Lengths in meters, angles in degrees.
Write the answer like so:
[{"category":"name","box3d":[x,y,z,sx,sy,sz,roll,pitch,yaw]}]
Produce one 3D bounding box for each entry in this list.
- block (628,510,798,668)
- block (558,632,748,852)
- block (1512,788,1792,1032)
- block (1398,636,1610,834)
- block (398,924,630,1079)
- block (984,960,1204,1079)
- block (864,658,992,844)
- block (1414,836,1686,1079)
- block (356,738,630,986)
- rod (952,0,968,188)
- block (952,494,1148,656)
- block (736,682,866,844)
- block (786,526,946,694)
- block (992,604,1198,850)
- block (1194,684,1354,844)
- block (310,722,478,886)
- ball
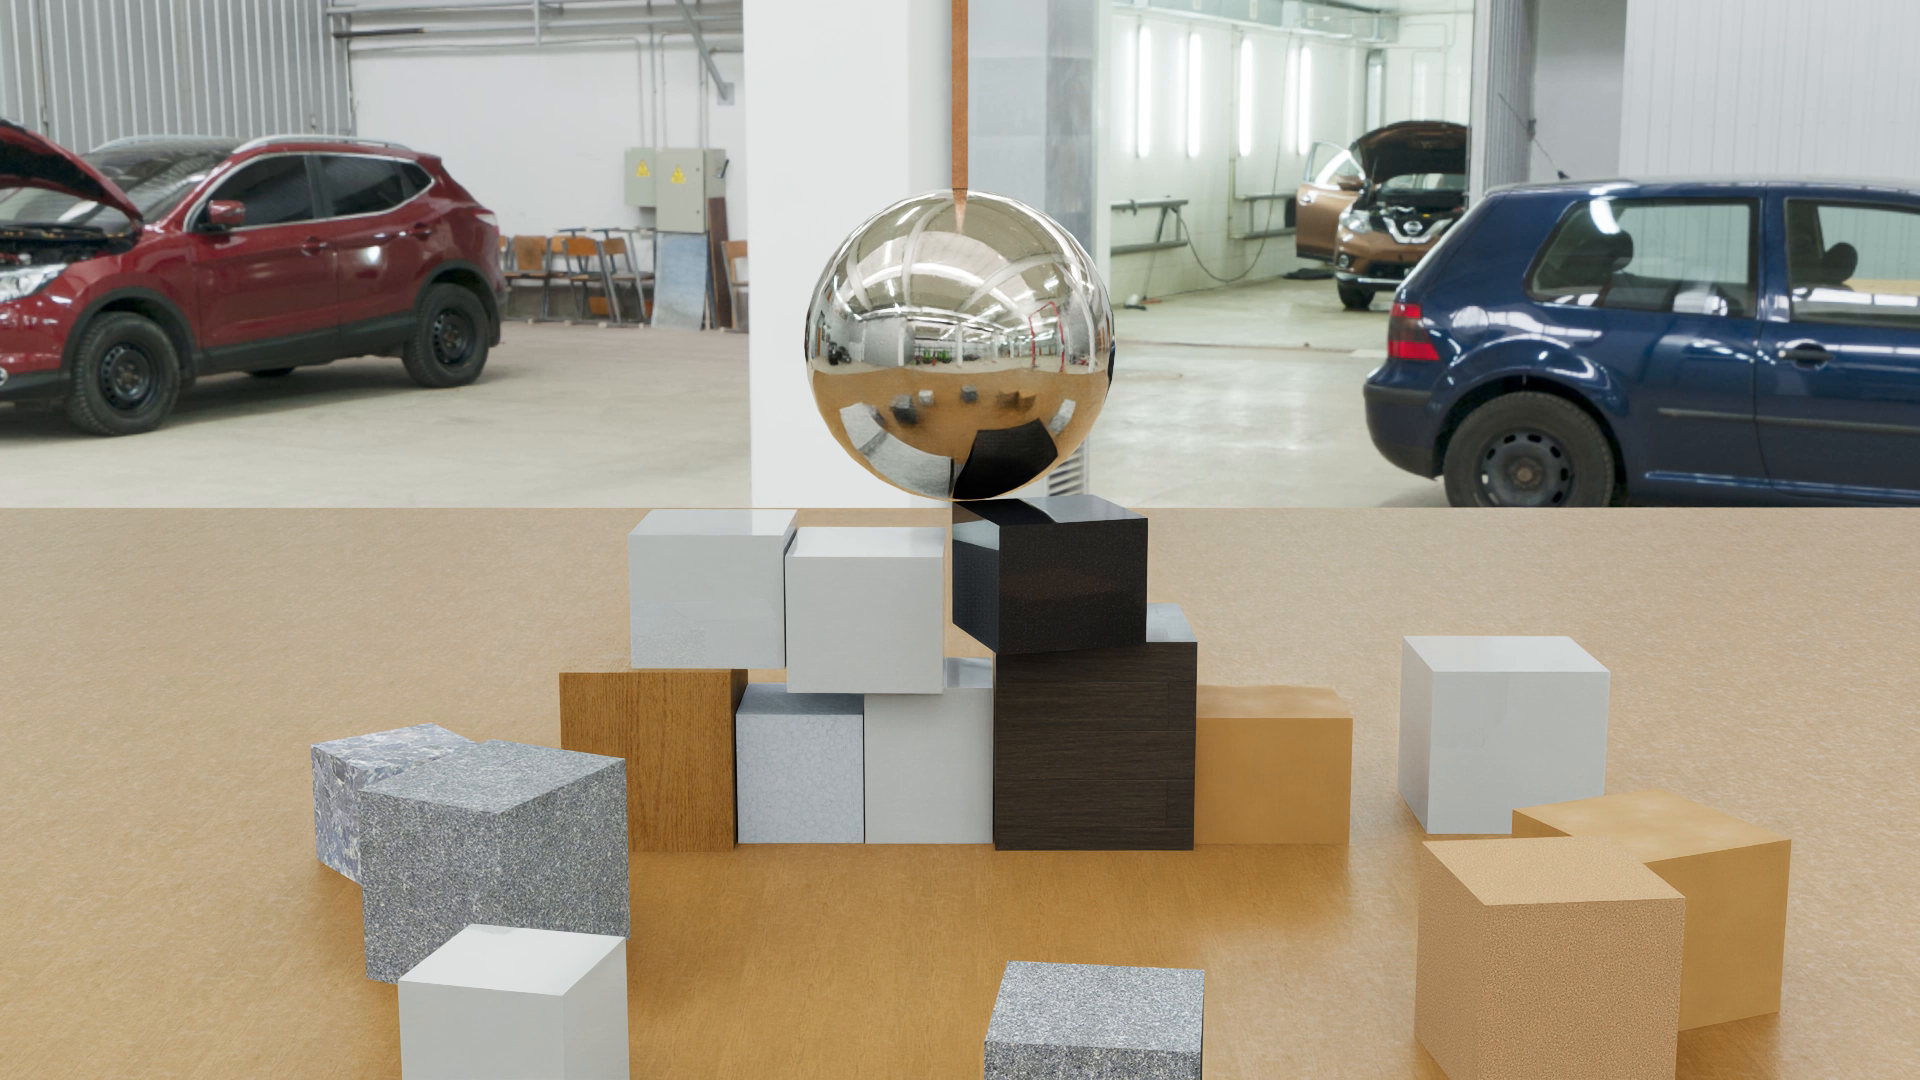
[{"category":"block","box3d":[-1.242,0.238,11.219,0.763,0.673,0.765,0,10,1]},{"category":"block","box3d":[-1.554,1.025,11.349,0.843,0.922,0.897,0,10,0]},{"category":"block","box3d":[2.836,1.528,9.114,0.780,0.732,0.775,-4,11,-23]},{"category":"block","box3d":[2.846,1.014,11.600,0.895,0.855,0.809,0,10,0]},{"category":"block","box3d":[-1.622,1.803,8.055,0.625,0.571,0.588,2,11,13]},{"category":"block","box3d":[0.464,1.875,7.402,0.688,0.662,0.708,1,10,7]},{"category":"block","box3d":[-0.157,1.078,11.372,0.643,0.810,0.657,0,10,0]},{"category":"block","box3d":[2.223,1.631,8.374,0.753,0.794,0.734,-1,10,-6]},{"category":"block","box3d":[-1.993,1.410,9.489,0.735,0.830,0.889,5,11,26]},{"category":"rod","box3d":[0.000,-4.310,10.508,0.080,5.200,0.080,0,13,0]},{"category":"block","box3d":[0.436,0.158,10.948,0.760,0.629,0.757,-3,11,-17]},{"category":"block","box3d":[-0.805,1.146,11.394,0.635,0.669,0.661,0,10,0]},{"category":"block","box3d":[-0.463,0.344,11.229,0.771,0.686,0.843,0,10,1]},{"category":"block","box3d":[0.672,0.946,11.368,0.992,1.072,0.921,0,10,0]},{"category":"block","box3d":[1.569,1.152,11.399,0.798,0.655,0.683,0,10,0]},{"category":"block","box3d":[-2.745,1.295,10.804,0.643,0.587,0.593,-8,13,-39]},{"category":"ball","box3d":[0.000,-0.994,11.257,1.600,1.600,1.600,0,10,0]}]
